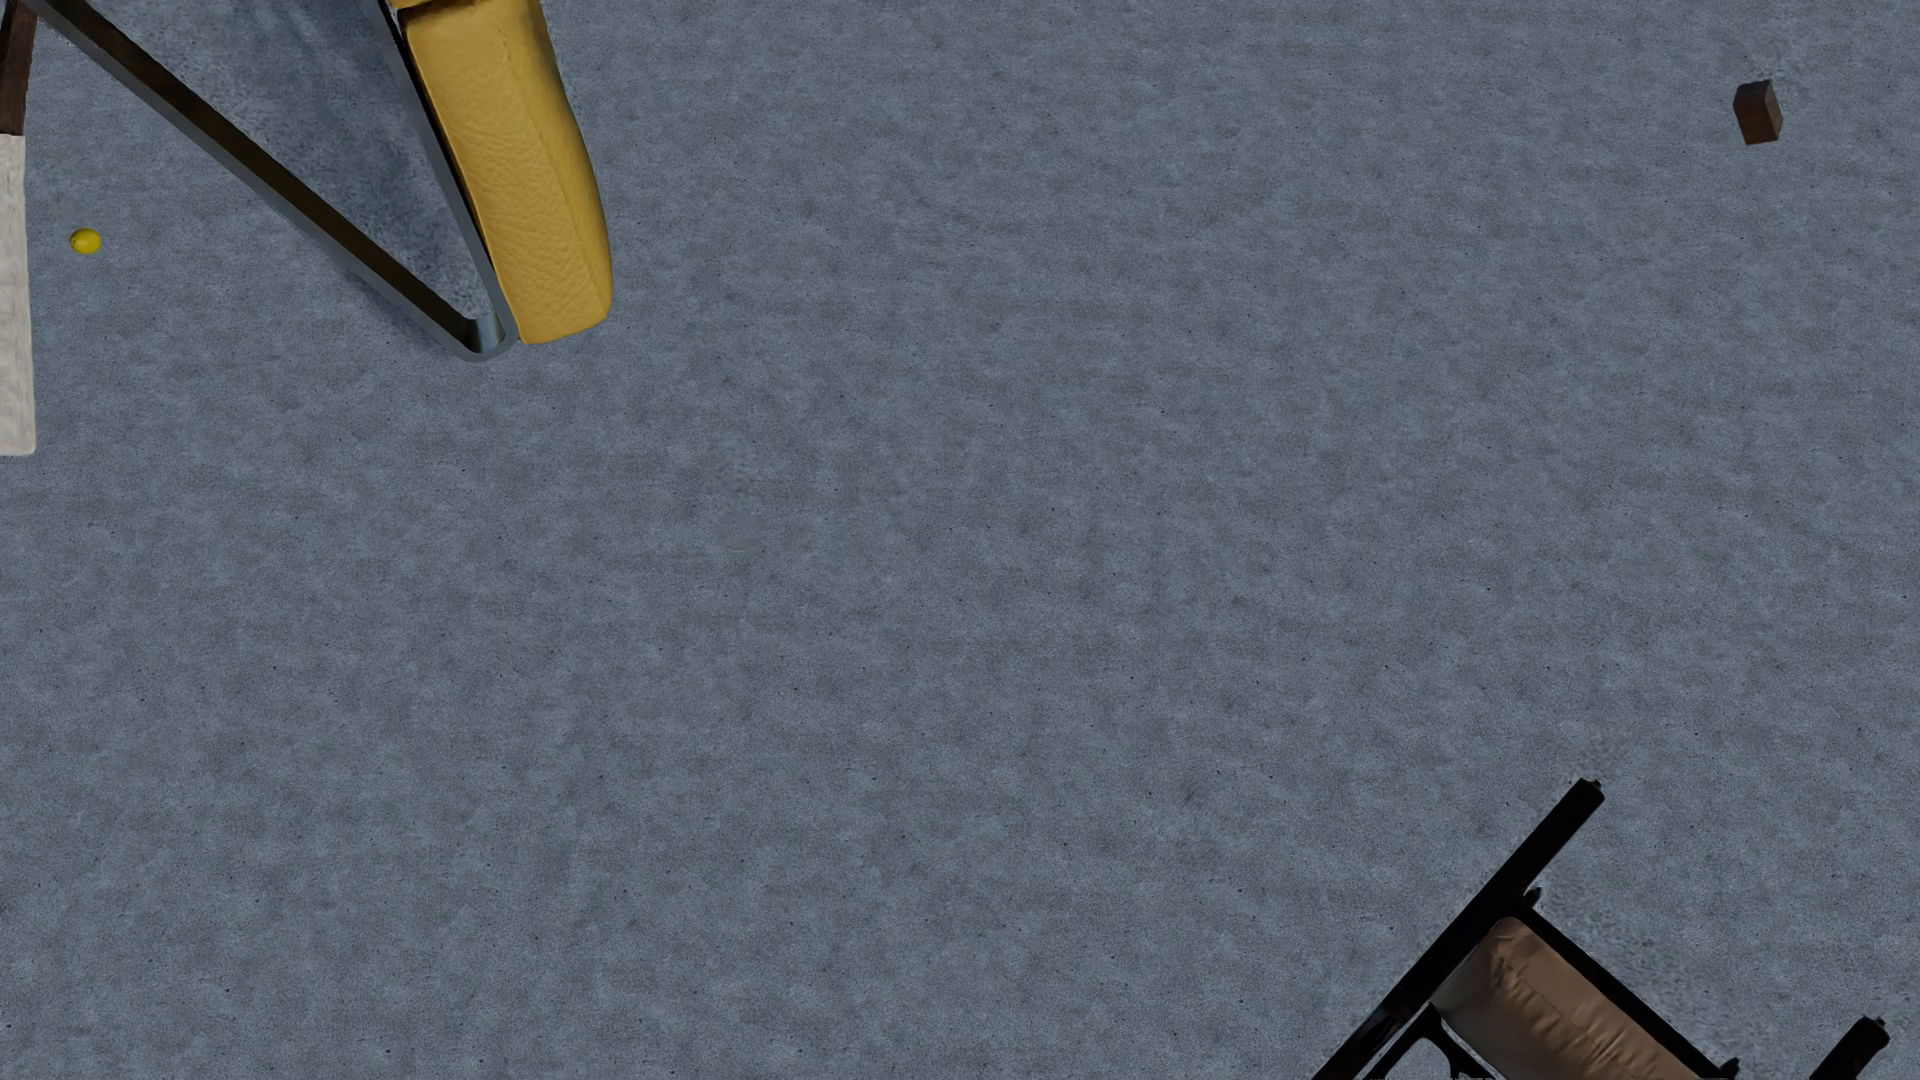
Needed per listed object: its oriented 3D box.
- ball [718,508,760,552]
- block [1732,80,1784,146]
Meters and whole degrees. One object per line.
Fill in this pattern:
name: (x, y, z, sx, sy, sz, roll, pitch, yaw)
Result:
ball: (-0.335, -0.015, 3.335, 0.065, 0.065, 0.065, 0, 56, 0)
block: (1.285, -0.688, 3.540, 0.050, 0.081, 0.054, -4, 43, 37)
